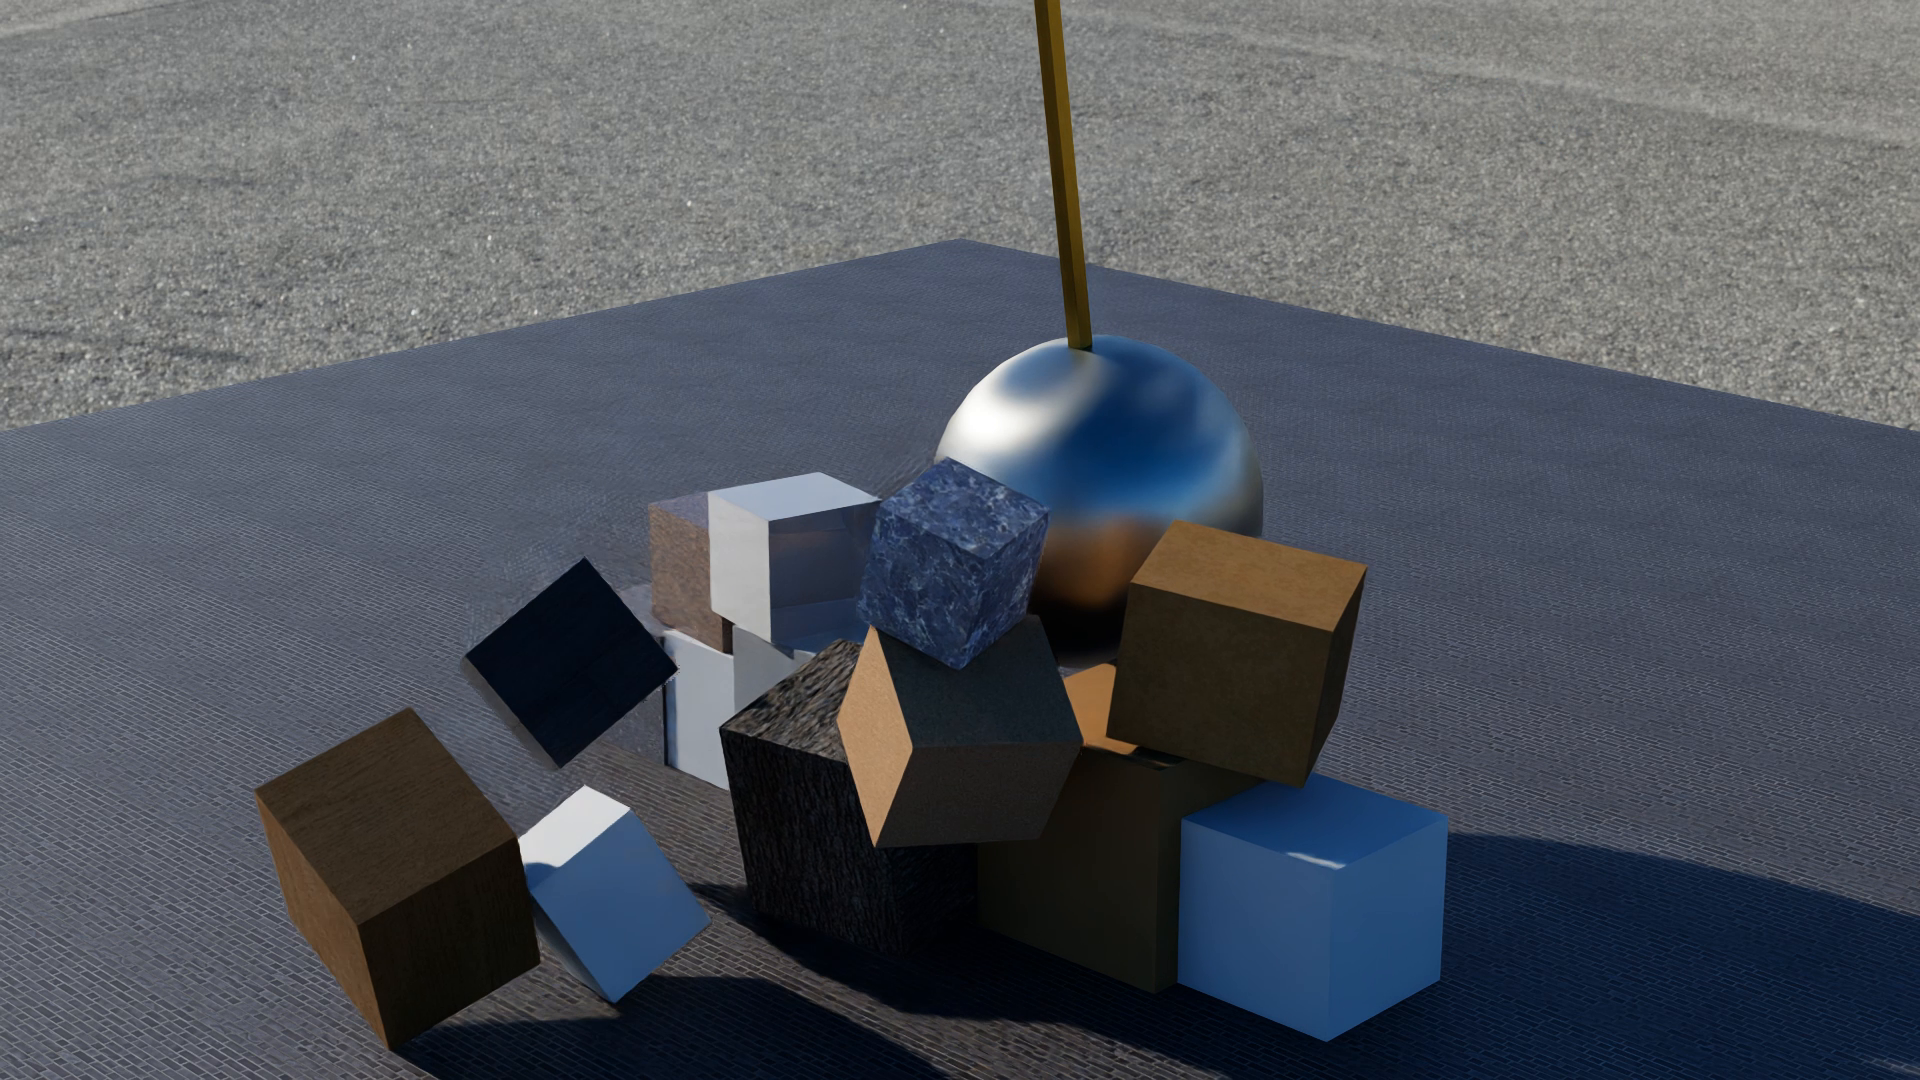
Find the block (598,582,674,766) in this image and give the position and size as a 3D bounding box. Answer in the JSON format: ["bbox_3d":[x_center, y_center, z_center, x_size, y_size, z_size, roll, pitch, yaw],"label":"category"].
[{"bbox_3d":[-1.488,0.660,15.103,0.683,0.684,0.707,-16,24,-42],"label":"block"}]

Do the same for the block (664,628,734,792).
[{"bbox_3d":[-0.990,0.799,14.624,0.667,0.707,0.687,-16,23,-41],"label":"block"}]

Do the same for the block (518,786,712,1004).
[{"bbox_3d":[-1.503,1.468,12.205,0.529,0.613,0.563,-39,21,-18],"label":"block"}]

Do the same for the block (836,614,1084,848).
[{"bbox_3d":[-0.012,0.777,12.005,0.726,0.651,0.670,-1,48,-21],"label":"block"}]

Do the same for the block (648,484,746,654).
[{"bbox_3d":[-1.112,0.131,14.570,0.586,0.600,0.674,-12,21,-34],"label":"block"}]

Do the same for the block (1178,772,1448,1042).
[{"bbox_3d":[1.476,1.509,12.293,0.785,0.749,0.790,16,24,41],"label":"block"}]

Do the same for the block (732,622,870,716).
[{"bbox_3d":[-0.494,0.851,14.068,0.869,0.941,0.788,-16,23,-41],"label":"block"}]

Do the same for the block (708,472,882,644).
[{"bbox_3d":[-0.783,0.075,13.972,0.618,0.596,0.572,-11,21,-32],"label":"block"}]

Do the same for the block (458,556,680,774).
[{"bbox_3d":[-1.798,0.585,13.416,0.692,0.658,0.652,-40,2,-14],"label":"block"}]

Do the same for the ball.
[{"bbox_3d":[0.647,-0.178,13.964,1.600,1.600,1.600,0,17,0],"label":"ball"}]

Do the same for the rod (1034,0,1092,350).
[{"bbox_3d":[0.280,-3.274,12.607,0.080,5.200,0.080,17,33,42],"label":"rod"}]

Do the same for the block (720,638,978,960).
[{"bbox_3d":[-0.388,1.126,12.925,0.872,0.951,0.849,12,33,34],"label":"block"}]

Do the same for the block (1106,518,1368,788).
[{"bbox_3d":[1.163,0.464,12.289,0.847,0.717,0.741,14,25,14],"label":"block"}]

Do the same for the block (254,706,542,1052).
[{"bbox_3d":[-2.264,1.367,11.857,0.712,0.857,0.833,-29,53,-24],"label":"block"}]

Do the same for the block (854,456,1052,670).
[{"bbox_3d":[-0.028,0.090,11.816,0.504,0.542,0.530,27,35,20],"label":"block"}]

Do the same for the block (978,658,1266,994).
[{"bbox_3d":[0.803,1.206,12.833,1.008,1.003,1.051,15,23,40],"label":"block"}]
